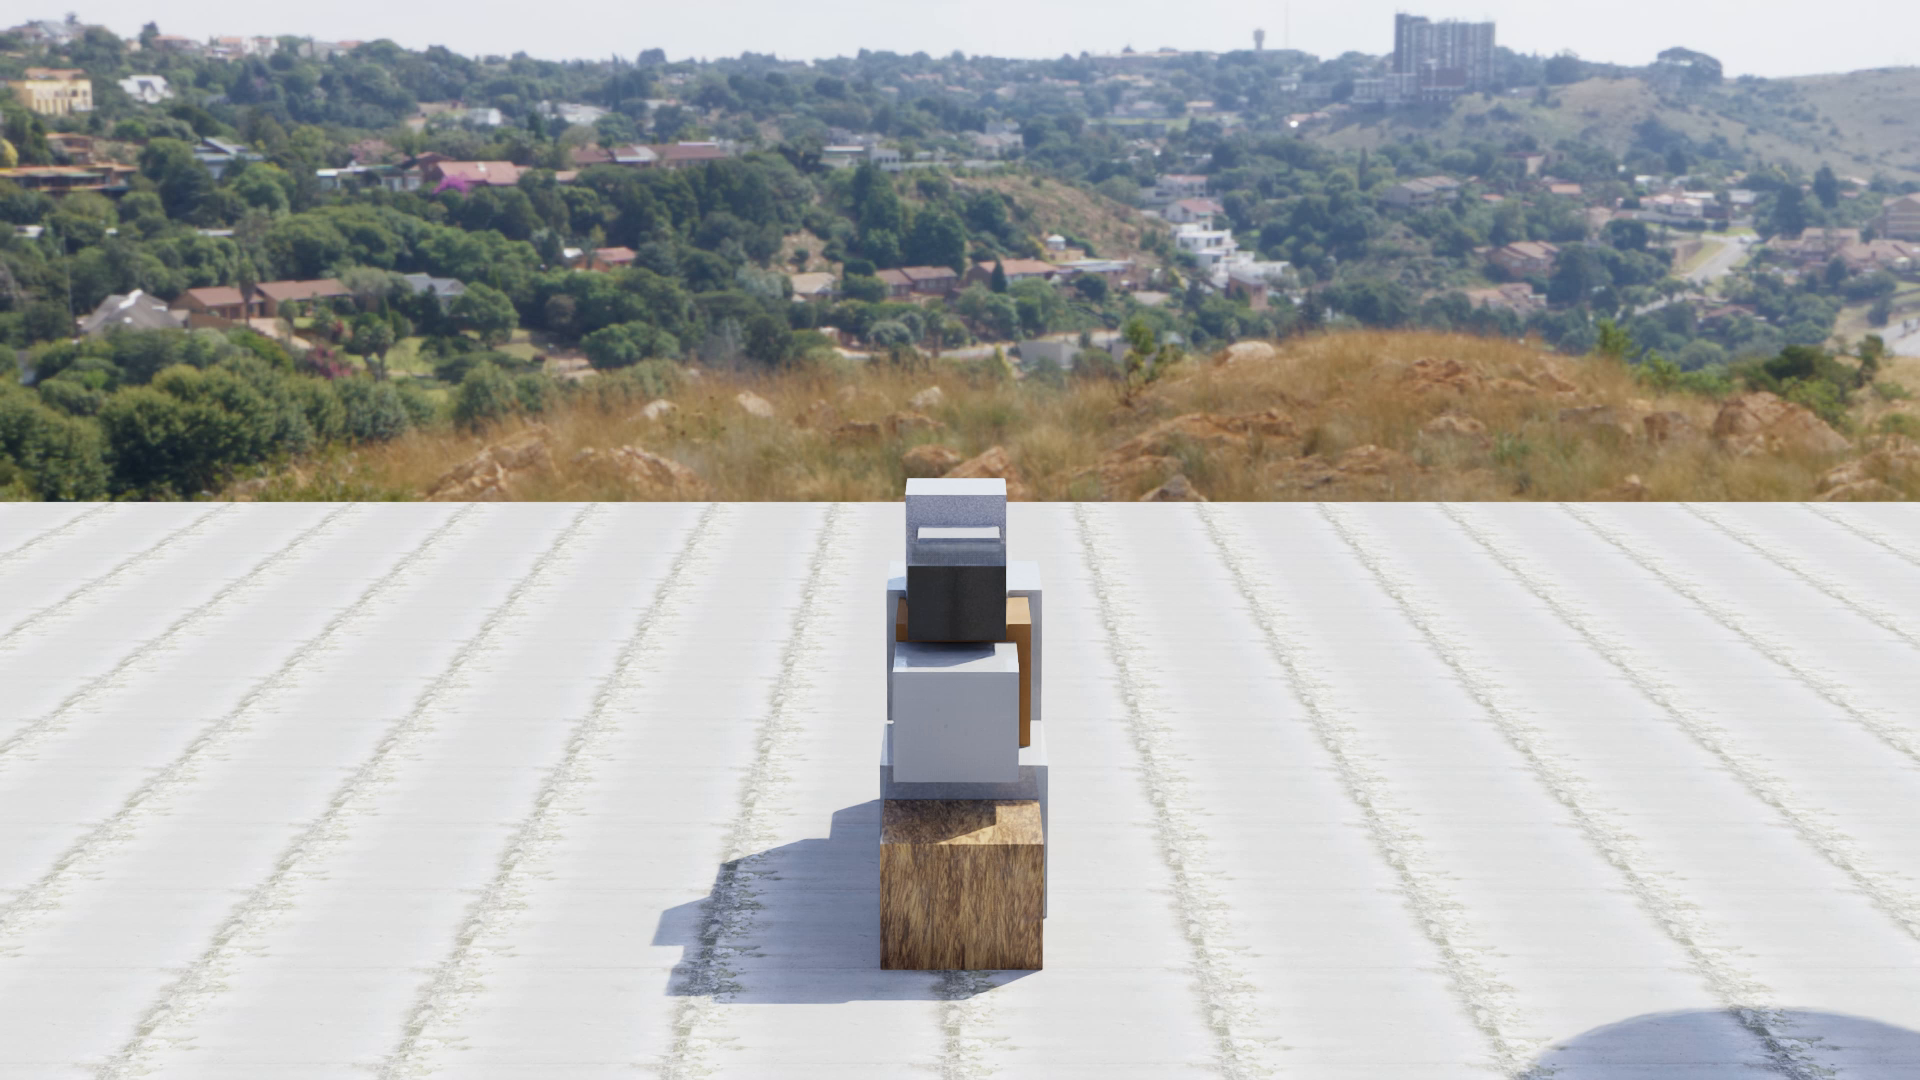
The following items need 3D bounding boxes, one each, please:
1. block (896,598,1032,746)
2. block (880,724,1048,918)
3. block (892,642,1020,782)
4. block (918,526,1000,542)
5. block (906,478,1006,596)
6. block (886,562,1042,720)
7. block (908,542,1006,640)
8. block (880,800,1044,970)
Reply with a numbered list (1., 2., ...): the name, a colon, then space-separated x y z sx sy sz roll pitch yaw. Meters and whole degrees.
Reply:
1. block: 0.015 0.569 11.222 0.575 0.535 0.569 0 10 0
2. block: 0.017 1.203 11.092 0.702 0.665 0.699 0 10 0
3. block: -0.016 0.709 10.663 0.509 0.461 0.562 0 10 0
4. block: -0.005 0.133 11.153 0.350 0.347 0.312 0 10 0
5. block: -0.017 -0.019 11.525 0.444 0.450 0.454 0 10 0
6. block: 0.019 0.457 11.848 0.696 0.602 0.683 0 10 0
7. block: -0.012 0.214 10.804 0.408 0.323 0.353 0 16 0
8. block: 0.007 1.395 10.444 0.644 0.518 0.624 0 10 0
